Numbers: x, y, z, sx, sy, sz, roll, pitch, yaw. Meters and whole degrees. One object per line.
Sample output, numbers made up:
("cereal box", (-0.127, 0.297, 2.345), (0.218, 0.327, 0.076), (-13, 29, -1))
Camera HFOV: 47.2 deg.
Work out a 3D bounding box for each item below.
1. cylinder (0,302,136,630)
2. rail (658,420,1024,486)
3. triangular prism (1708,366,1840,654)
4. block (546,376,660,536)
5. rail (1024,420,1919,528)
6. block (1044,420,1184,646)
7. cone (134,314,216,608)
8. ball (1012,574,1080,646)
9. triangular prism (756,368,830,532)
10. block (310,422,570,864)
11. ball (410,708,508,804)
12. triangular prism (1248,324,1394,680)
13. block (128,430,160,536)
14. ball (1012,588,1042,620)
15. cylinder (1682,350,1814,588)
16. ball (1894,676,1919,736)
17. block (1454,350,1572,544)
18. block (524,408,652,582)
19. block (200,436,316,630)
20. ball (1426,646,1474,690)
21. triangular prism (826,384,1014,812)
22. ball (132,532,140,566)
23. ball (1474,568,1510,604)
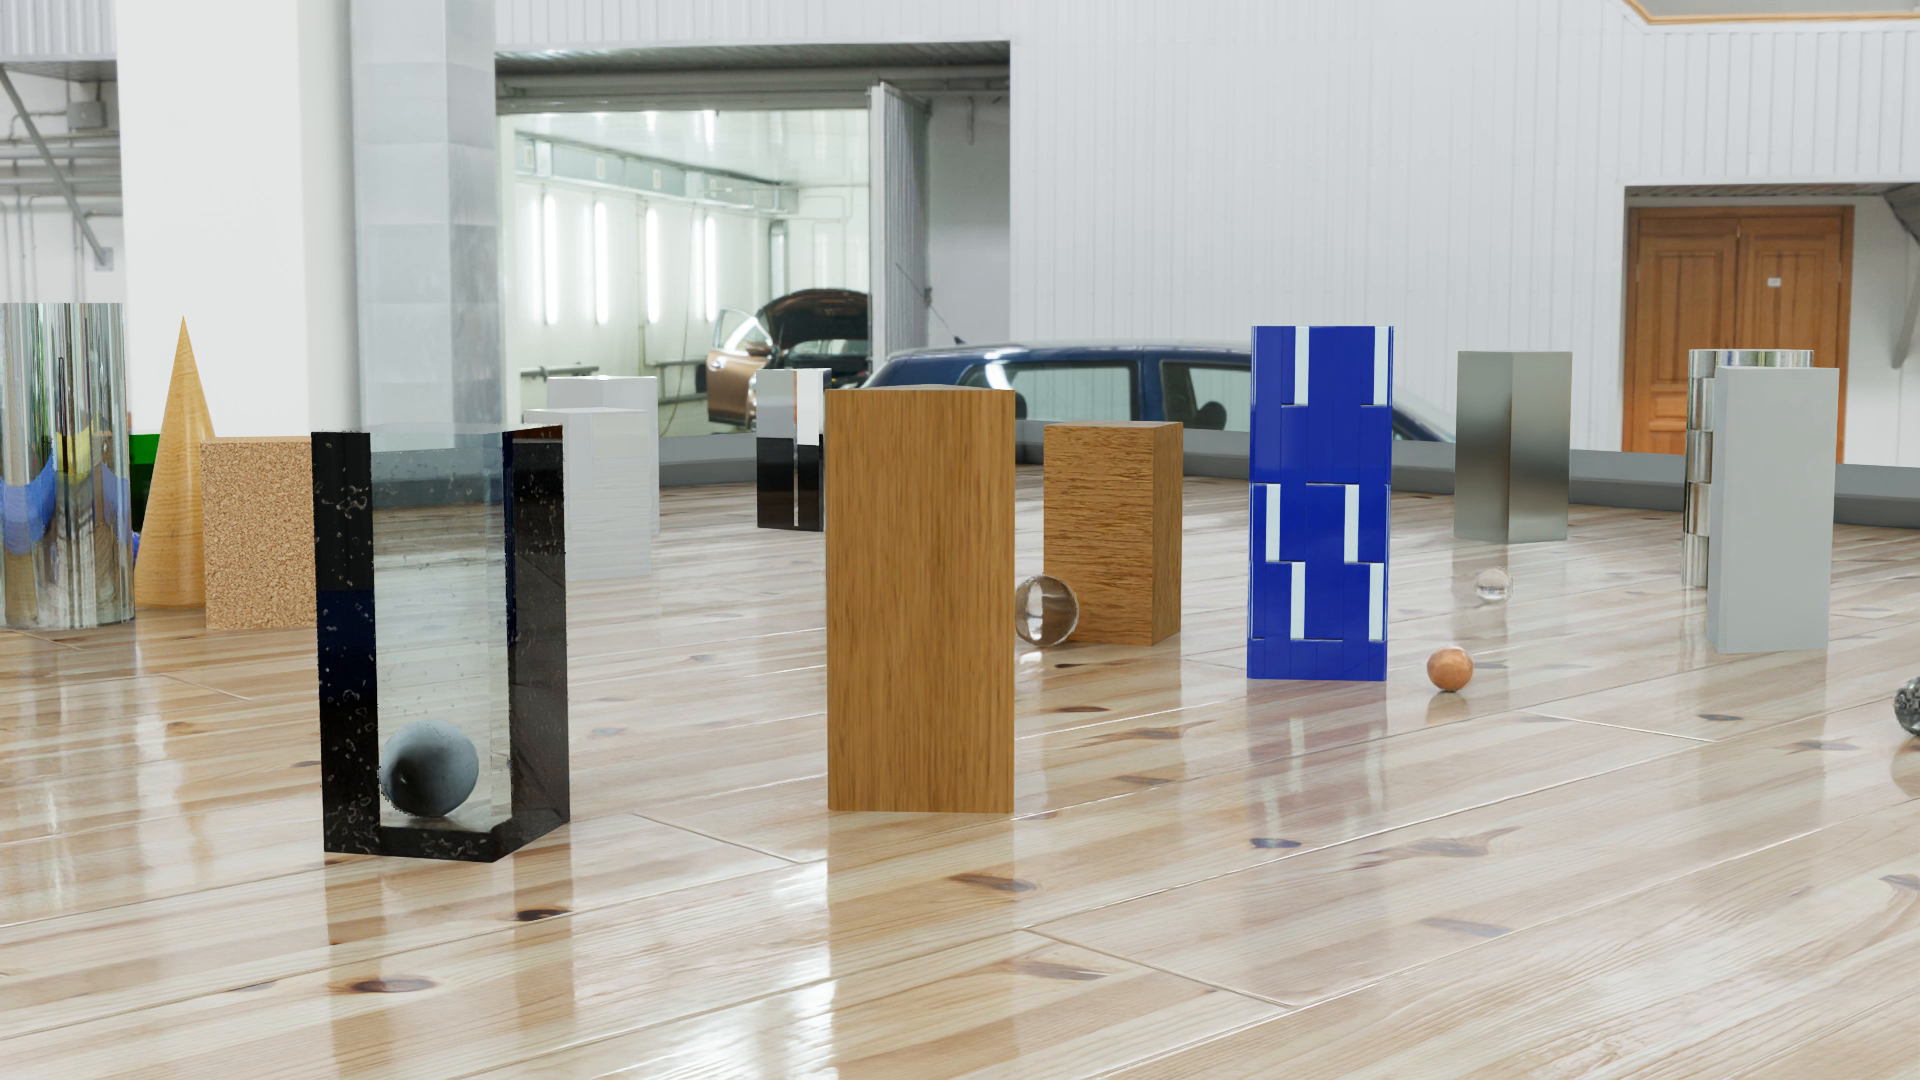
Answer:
("cylinder", (-1.275, -0.109, 3.109), (0.188, 0.451, 0.188), (0, 6, 0))
("rail", (-1.393, -0.127, 4.833), (4.331, 0.122, 0.045), (-6, 8, -42))
("triangular prism", (1.041, -0.045, 2.912), (0.163, 0.366, 0.141), (-2, 6, -17))
("block", (-0.697, -0.163, 4.300), (0.151, 0.309, 0.151), (4, 7, 35))
("rail", (1.574, -0.121, 4.777), (0.045, 0.122, 4.154), (-6, 8, -42))
("block", (0.208, -0.013, 2.980), (0.151, 0.288, 0.151), (2, 6, 20))
("cone", (-1.168, -0.124, 3.329), (0.188, 0.435, 0.188), (0, 6, 0))
("ball", (0.110, 0.093, 2.896), (0.094, 0.094, 0.094), (0, 6, 0))
("triangular prism", (-0.305, -0.186, 4.462), (0.163, 0.320, 0.141), (4, 7, 33))
("block", (-0.431, 0.079, 1.841), (0.151, 0.345, 0.151), (2, 6, 14))
("ball", (-0.452, 0.194, 1.980), (0.086, 0.086, 0.086), (0, 6, 0))
("triangular prism", (0.437, -0.050, 2.687), (0.163, 0.423, 0.141), (1, 6, 7))
("block", (-1.390, -0.072, 3.806), (0.151, 0.231, 0.151), (-4, 7, -31))
("ball", (0.095, 0.091, 3.142), (0.046, 0.046, 0.046), (0, 6, 0))
("cylinder", (1.263, -0.116, 3.529), (0.188, 0.377, 0.188), (0, 6, 0))
("ball", (1.004, 0.173, 2.283), (0.064, 0.064, 0.064), (0, 6, 0))
("block", (1.061, -0.182, 4.225), (0.151, 0.361, 0.151), (-3, 7, -29))
("block", (-0.622, -0.080, 3.674), (0.151, 0.274, 0.151), (-5, 8, -39))
("block", (-0.990, -0.014, 3.122), (0.151, 0.259, 0.151), (-2, 6, -15))
("ball", (0.571, 0.149, 2.561), (0.053, 0.053, 0.053), (0, 6, 0))
("triangular prism", (-0.030, 0.048, 2.001), (0.163, 0.373, 0.141), (0, 6, 4))
("ball", (-1.397, 0.020, 3.679), (0.074, 0.074, 0.074), (0, 6, 0))
("ball", (0.804, 0.069, 3.319), (0.053, 0.053, 0.053), (0, 6, 0))
